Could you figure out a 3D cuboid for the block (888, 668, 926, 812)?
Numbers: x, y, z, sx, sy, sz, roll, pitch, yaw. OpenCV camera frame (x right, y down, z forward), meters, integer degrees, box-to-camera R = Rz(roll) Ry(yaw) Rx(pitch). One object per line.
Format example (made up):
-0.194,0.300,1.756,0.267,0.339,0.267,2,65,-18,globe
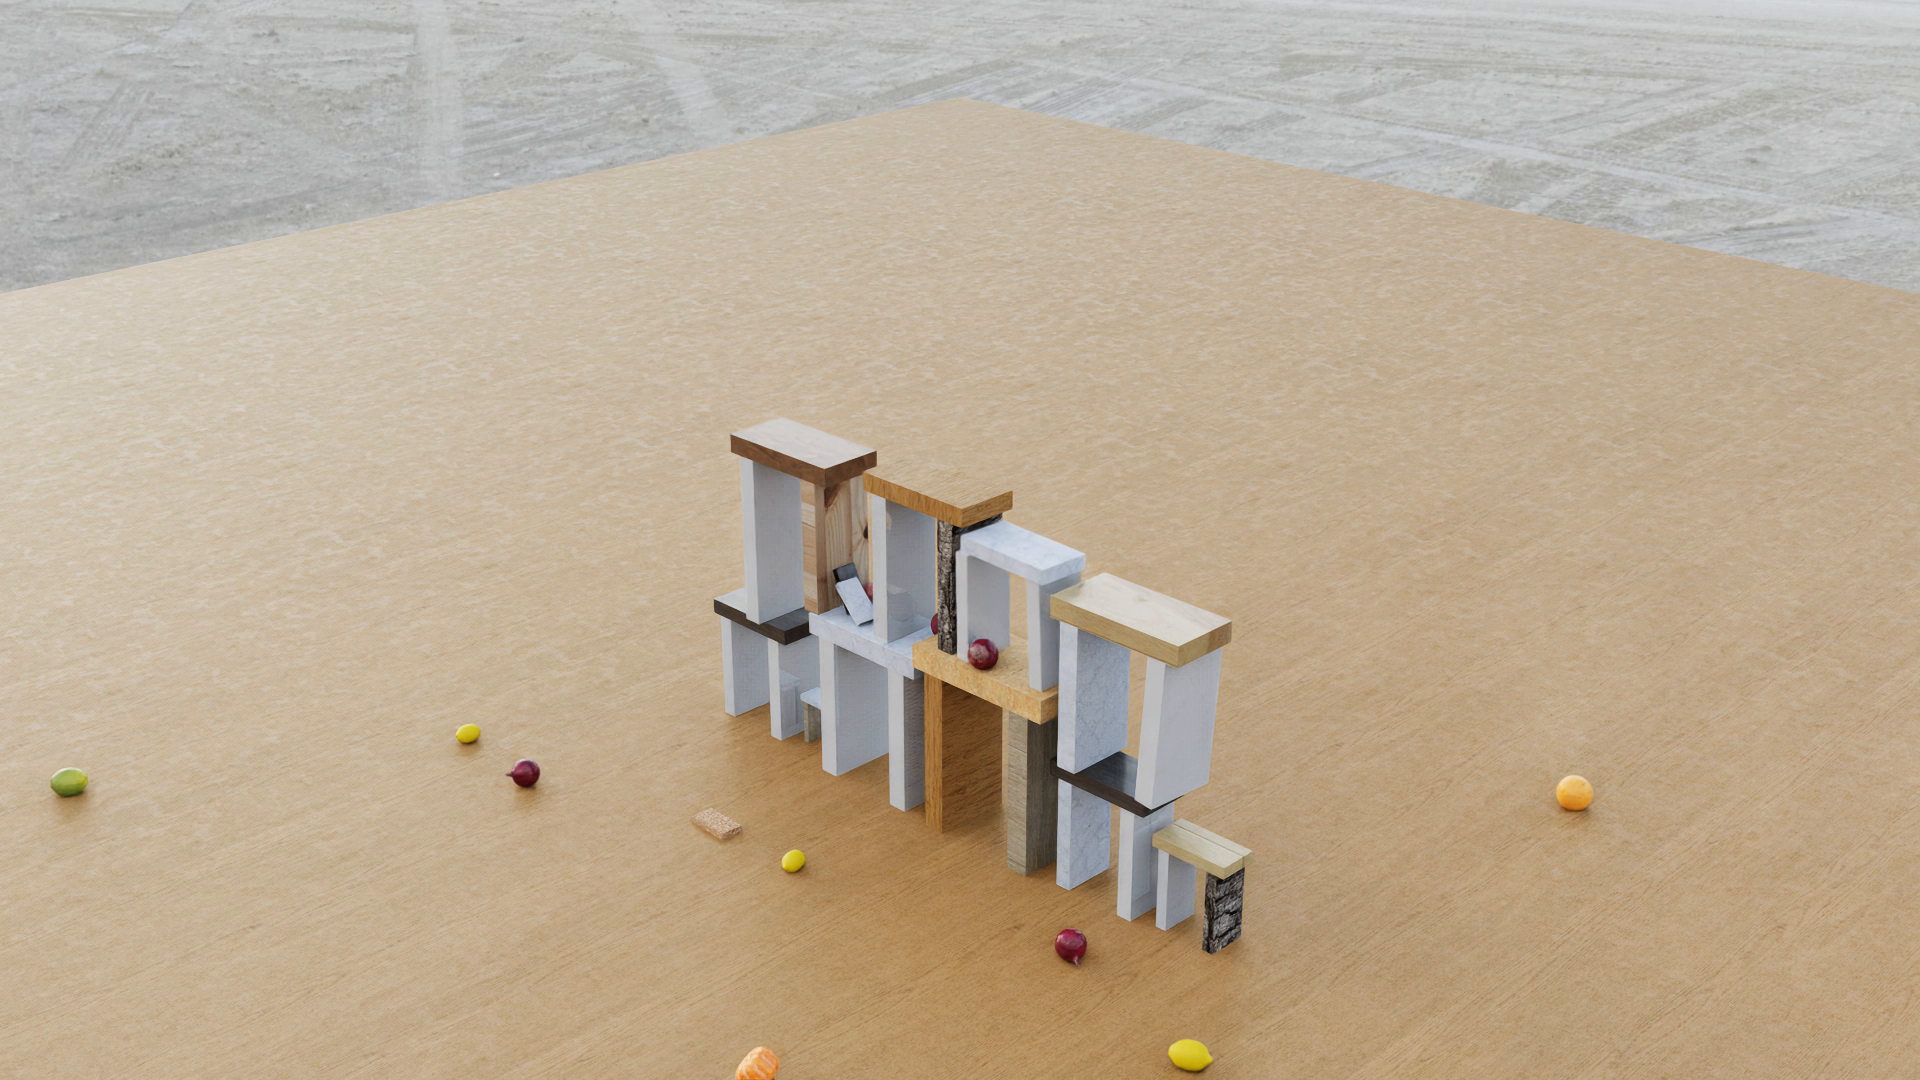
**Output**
-0.073,0.382,4.465,0.044,0.309,0.154,21,31,41,block

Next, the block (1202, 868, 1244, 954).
0.479,0.661,3.990,0.023,0.166,0.083,21,31,41,block

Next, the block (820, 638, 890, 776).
-0.219,0.325,4.599,0.044,0.309,0.154,21,31,41,block

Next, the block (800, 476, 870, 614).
-0.254,-0.004,4.500,0.041,0.287,0.144,21,31,41,block

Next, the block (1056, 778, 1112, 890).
0.237,0.541,4.191,0.033,0.230,0.115,21,31,41,block

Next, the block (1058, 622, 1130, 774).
0.249,0.269,4.071,0.042,0.299,0.149,21,31,40,block

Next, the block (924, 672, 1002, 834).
0.008,0.398,4.386,0.048,0.342,0.171,21,31,41,block

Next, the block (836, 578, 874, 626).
-0.210,0.125,4.468,0.049,0.014,0.097,-18,70,-36,block

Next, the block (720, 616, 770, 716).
-0.466,0.260,4.846,0.033,0.235,0.117,21,31,41,block

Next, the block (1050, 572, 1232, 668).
0.322,0.141,3.935,0.299,0.042,0.149,21,31,40,block

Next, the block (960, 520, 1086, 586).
0.116,0.023,4.098,0.111,0.031,0.221,-19,30,-38,block

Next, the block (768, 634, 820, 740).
-0.355,0.304,4.744,0.033,0.235,0.117,21,31,41,block

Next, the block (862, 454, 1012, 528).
-0.044,-0.096,4.238,0.137,0.039,0.274,-21,31,-41,block

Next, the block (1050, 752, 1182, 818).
0.291,0.441,4.090,0.230,0.033,0.115,21,31,41,block

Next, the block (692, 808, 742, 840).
-0.487,0.568,4.404,0.049,0.014,0.097,-20,30,-39,block

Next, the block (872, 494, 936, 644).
-0.111,0.039,4.367,0.039,0.312,0.137,21,31,40,block

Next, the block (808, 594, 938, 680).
-0.146,0.191,4.464,0.309,0.044,0.154,21,31,41,block

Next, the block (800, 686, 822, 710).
-0.290,0.342,4.690,0.096,0.014,0.048,21,31,41,block

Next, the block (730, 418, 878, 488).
-0.321,-0.181,4.498,0.287,0.041,0.144,21,31,40,block

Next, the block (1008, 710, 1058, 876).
0.169,0.461,4.237,0.048,0.342,0.171,21,31,41,block

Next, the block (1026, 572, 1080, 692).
0.176,0.161,4.097,0.111,0.221,0.031,-21,28,-40,block

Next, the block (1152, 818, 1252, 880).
0.439,0.559,3.988,0.166,0.023,0.083,21,31,40,block

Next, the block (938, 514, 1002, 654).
0.020,0.072,4.241,0.137,0.274,0.039,-21,31,-40,block

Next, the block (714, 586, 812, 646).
-0.411,0.159,4.743,0.235,0.033,0.117,21,31,41,block

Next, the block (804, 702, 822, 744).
-0.313,0.384,4.732,0.014,0.096,0.048,21,31,41,block

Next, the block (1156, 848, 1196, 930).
0.400,0.631,4.062,0.023,0.166,0.083,21,31,41,block

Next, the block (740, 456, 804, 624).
-0.389,-0.018,4.641,0.041,0.371,0.144,21,31,40,block

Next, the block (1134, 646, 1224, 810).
0.393,0.324,3.944,0.149,0.299,0.042,-19,33,-37,block

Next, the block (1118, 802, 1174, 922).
0.346,0.583,4.091,0.033,0.230,0.115,21,31,41,block

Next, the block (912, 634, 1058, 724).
0.089,0.249,4.235,0.342,0.048,0.171,21,31,41,block

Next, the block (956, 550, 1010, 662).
0.045,0.114,4.209,0.111,0.221,0.031,-19,29,-38,block

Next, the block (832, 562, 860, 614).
-0.224,0.100,4.504,0.049,0.097,0.014,-21,5,-41,block
